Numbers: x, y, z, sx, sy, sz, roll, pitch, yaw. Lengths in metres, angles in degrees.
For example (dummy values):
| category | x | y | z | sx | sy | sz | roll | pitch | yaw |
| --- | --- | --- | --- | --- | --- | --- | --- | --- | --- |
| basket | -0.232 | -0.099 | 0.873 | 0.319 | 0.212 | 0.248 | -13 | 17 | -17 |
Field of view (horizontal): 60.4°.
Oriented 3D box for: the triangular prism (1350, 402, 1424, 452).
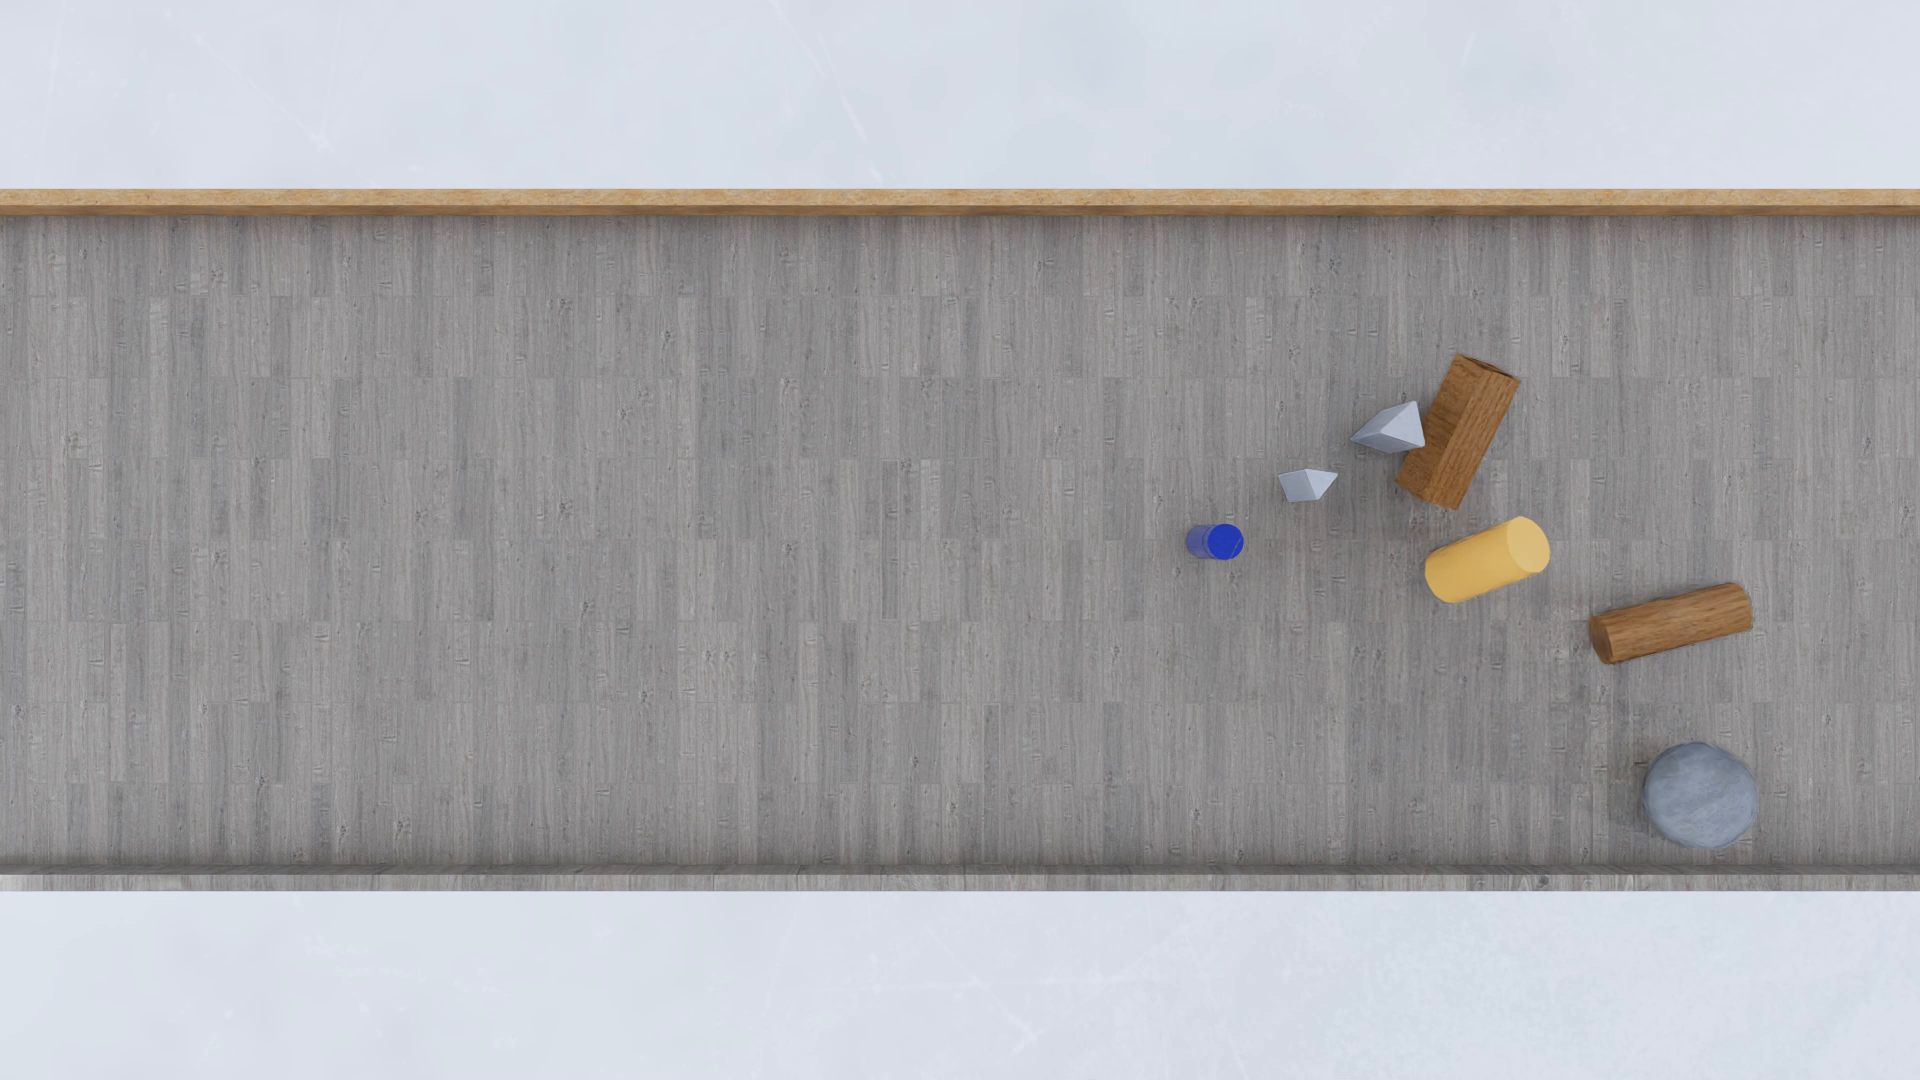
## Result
| category | x | y | z | sx | sy | sz | roll | pitch | yaw |
| --- | --- | --- | --- | --- | --- | --- | --- | --- | --- |
| triangular prism | 1.282 | -0.343 | 4.894 | 0.132 | 0.366 | 0.114 | 18 | 90 | 0 |

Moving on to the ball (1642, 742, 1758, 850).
| category | x | y | z | sx | sy | sz | roll | pitch | yaw |
| --- | --- | --- | --- | --- | --- | --- | --- | --- | --- |
| ball | 2.195 | 0.759 | 4.897 | 0.313 | 0.313 | 0.313 | 0 | 90 | 0 |

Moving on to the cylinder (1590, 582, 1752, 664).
| category | x | y | z | sx | sy | sz | roll | pitch | yaw |
| --- | --- | --- | --- | --- | --- | --- | --- | --- | --- |
| cylinder | 2.152 | 0.252 | 5.000 | 0.431 | 0.153 | 0.153 | -14 | 90 | 0 |

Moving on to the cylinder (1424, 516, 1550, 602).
| category | x | y | z | sx | sy | sz | roll | pitch | yaw |
| --- | --- | --- | --- | --- | --- | --- | --- | --- | --- |
| cylinder | 1.559 | 0.062 | 4.893 | 0.169 | 0.330 | 0.169 | 10 | 68 | -27 |

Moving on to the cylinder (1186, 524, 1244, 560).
| category | x | y | z | sx | sy | sz | roll | pitch | yaw |
| --- | --- | --- | --- | --- | --- | --- | --- | --- | --- |
| cylinder | 0.745 | 0.005 | 4.852 | 0.101 | 0.450 | 0.101 | 0 | 90 | 0 |

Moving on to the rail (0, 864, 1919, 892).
| category | x | y | z | sx | sy | sz | roll | pitch | yaw |
| --- | --- | --- | --- | --- | --- | --- | --- | --- | --- |
| rail | -2.247 | 1.025 | 5.001 | 12.000 | 0.150 | 0.050 | 0 | 90 | 0 |

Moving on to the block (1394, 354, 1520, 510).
| category | x | y | z | sx | sy | sz | roll | pitch | yaw |
| --- | --- | --- | --- | --- | --- | --- | --- | --- | --- |
| block | 1.482 | -0.321 | 4.920 | 0.143 | 0.143 | 0.424 | 13 | 110 | -25 |

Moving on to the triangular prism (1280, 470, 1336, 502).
| category | x | y | z | sx | sy | sz | roll | pitch | yaw |
| --- | --- | --- | --- | --- | --- | --- | --- | --- | --- |
| triangular prism | 1.011 | -0.175 | 4.876 | 0.079 | 0.402 | 0.091 | 38 | 90 | 0 |

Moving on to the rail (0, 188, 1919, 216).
| category | x | y | z | sx | sy | sz | roll | pitch | yaw |
| --- | --- | --- | --- | --- | --- | --- | --- | --- | --- |
| rail | -2.247 | -1.025 | 5.002 | 12.000 | 0.150 | 0.050 | 0 | 90 | 0 |
